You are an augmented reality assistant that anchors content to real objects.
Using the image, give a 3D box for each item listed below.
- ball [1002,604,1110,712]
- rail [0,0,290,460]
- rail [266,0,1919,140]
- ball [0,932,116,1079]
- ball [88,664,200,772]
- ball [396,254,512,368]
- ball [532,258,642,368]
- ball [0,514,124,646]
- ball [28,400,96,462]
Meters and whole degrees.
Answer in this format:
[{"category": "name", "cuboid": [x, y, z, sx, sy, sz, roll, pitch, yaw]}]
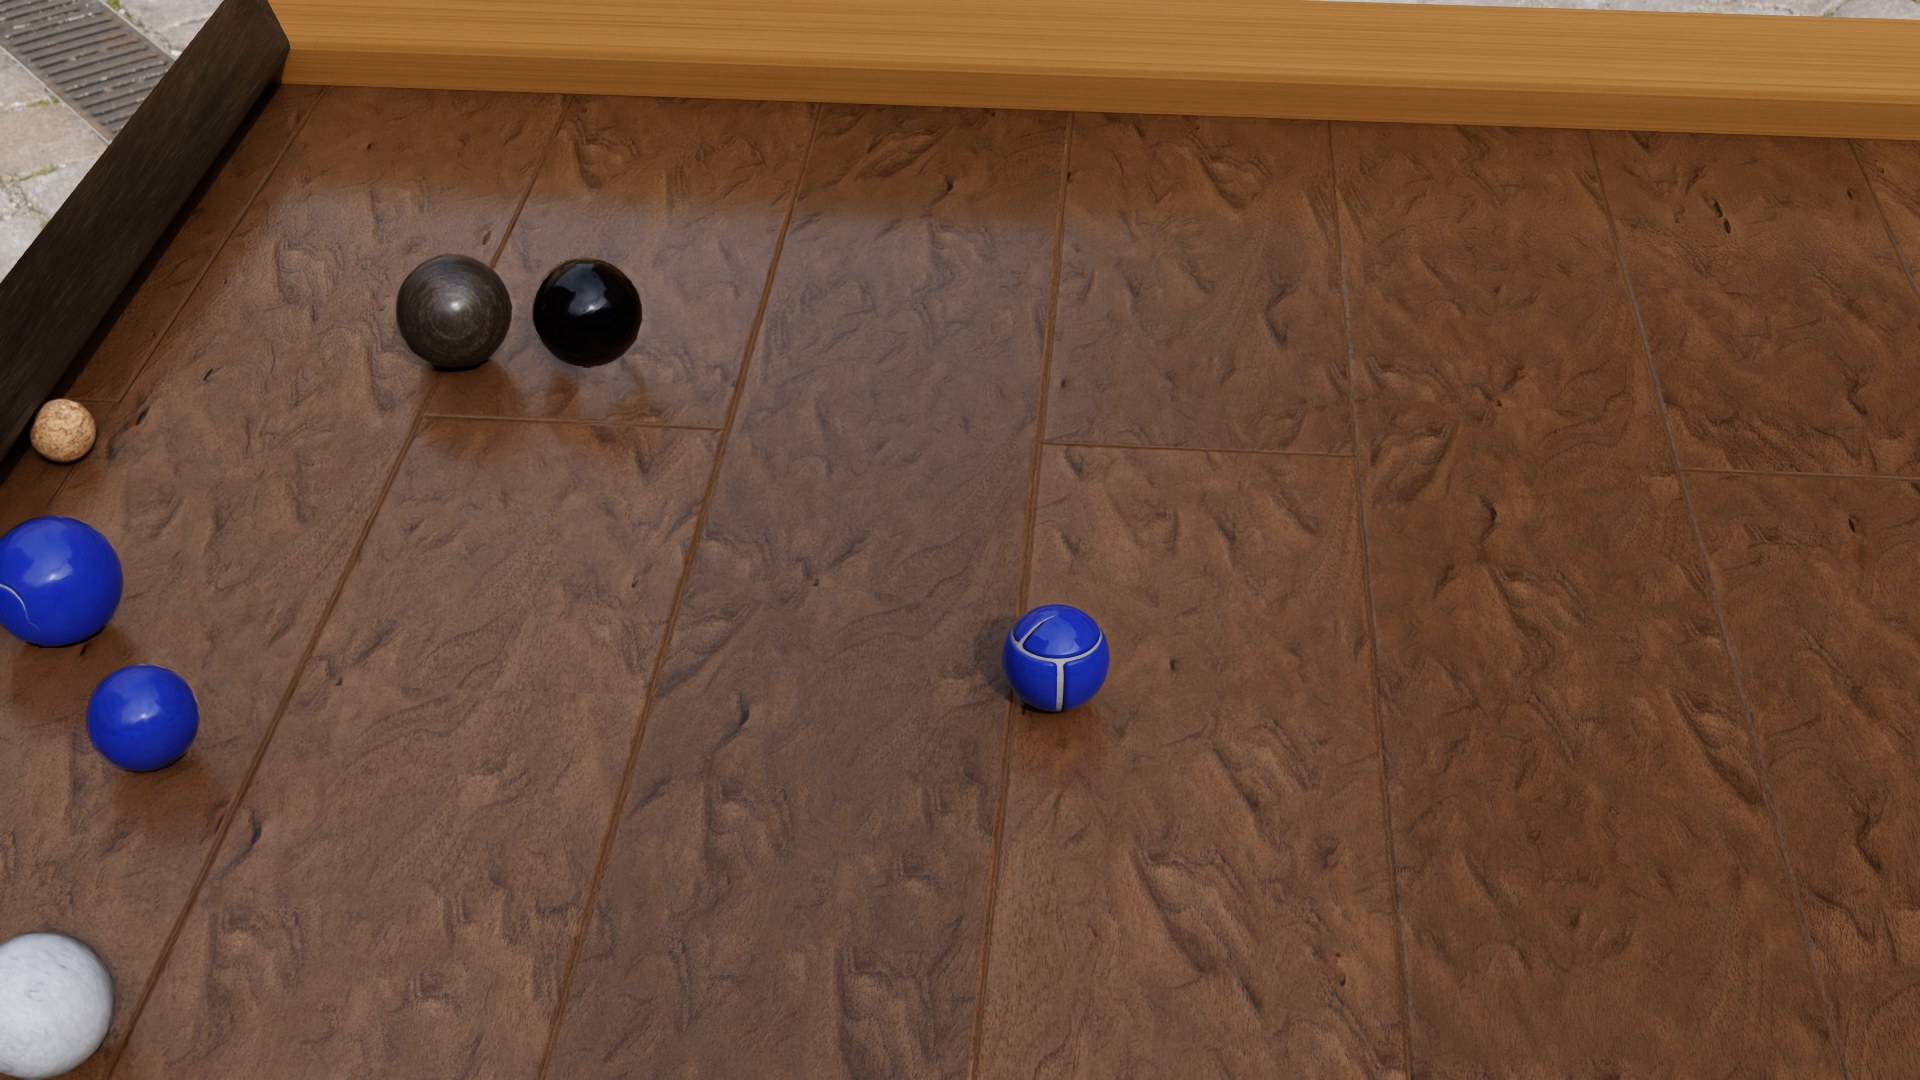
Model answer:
[{"category": "ball", "cuboid": [0.065, 0.080, 1.748, 0.074, 0.074, 0.074, 0, 35, 0]}, {"category": "rail", "cuboid": [-0.740, -0.053, 1.896, 0.045, 0.122, 1.609, 3, 35, 4]}, {"category": "rail", "cuboid": [0.826, -0.430, 2.436, 3.063, 0.122, 0.045, 3, 35, 4]}, {"category": "ball", "cuboid": [-0.529, 0.267, 1.472, 0.084, 0.084, 0.084, 0, 35, 0]}, {"category": "ball", "cuboid": [-0.540, 0.117, 1.698, 0.071, 0.071, 0.071, 0, 35, 0]}, {"category": "ball", "cuboid": [-0.417, -0.188, 2.116, 0.094, 0.094, 0.094, 0, 35, 0]}, {"category": "ball", "cuboid": [-0.308, -0.187, 2.118, 0.090, 0.090, 0.090, 0, 35, 0]}, {"category": "ball", "cuboid": [-0.638, 0.029, 1.807, 0.092, 0.092, 0.092, 0, 35, 0]}, {"category": "ball", "cuboid": [-0.702, -0.085, 2.007, 0.050, 0.050, 0.050, 0, 35, 0]}]
